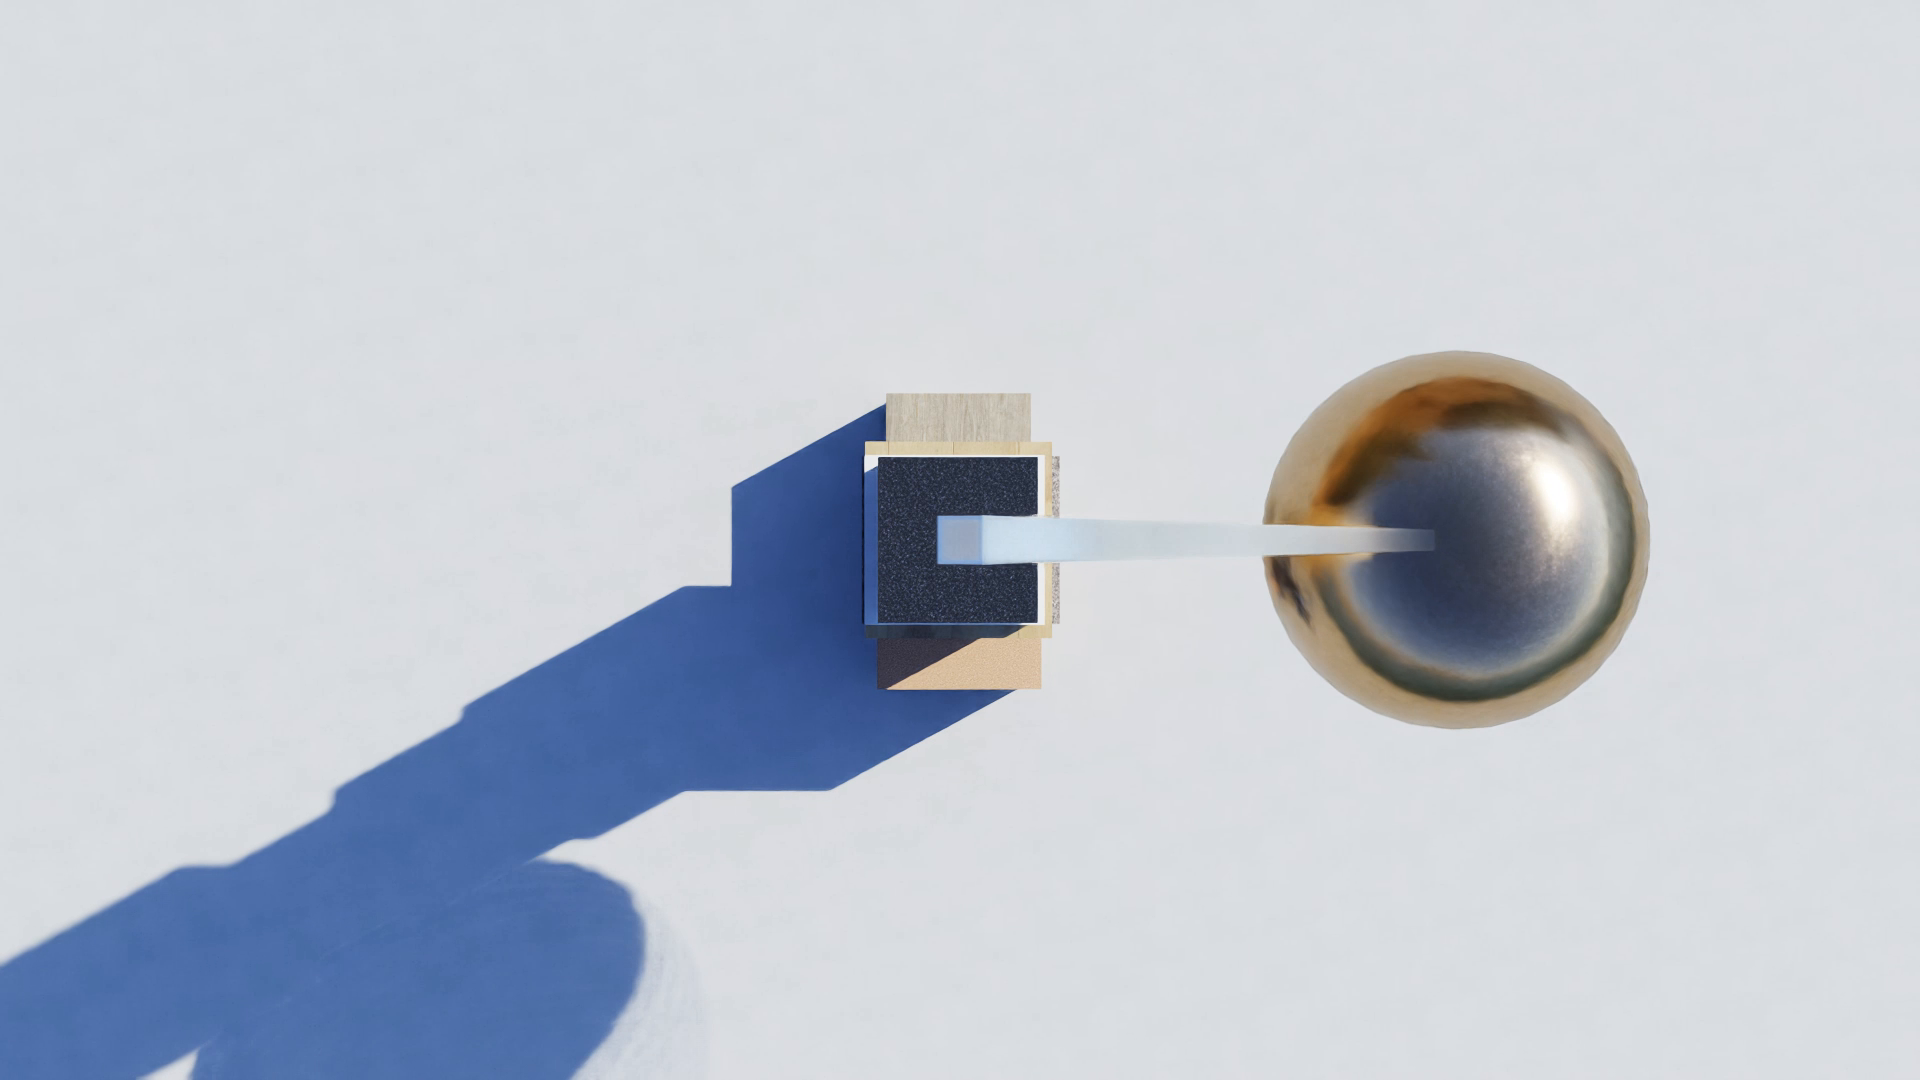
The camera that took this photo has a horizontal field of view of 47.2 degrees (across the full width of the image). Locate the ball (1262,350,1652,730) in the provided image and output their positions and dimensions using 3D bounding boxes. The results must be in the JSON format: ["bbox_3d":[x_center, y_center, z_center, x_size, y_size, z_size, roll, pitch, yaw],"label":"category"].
[{"bbox_3d":[2.074,0.000,9.264,1.600,1.600,1.600,0,90,0],"label":"ball"}]

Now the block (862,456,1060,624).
[{"bbox_3d":[0.004,0.000,9.670,0.836,0.767,0.710,0,90,0],"label":"block"}]

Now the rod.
[{"bbox_3d":[0.899,0.000,6.074,0.080,5.200,0.080,0,90,20],"label":"rod"}]

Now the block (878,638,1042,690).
[{"bbox_3d":[-0.004,0.347,12.568,0.907,0.863,0.953,0,90,0],"label":"block"}]

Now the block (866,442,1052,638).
[{"bbox_3d":[-0.005,0.000,8.879,0.720,0.816,0.757,0,90,0],"label":"block"}]

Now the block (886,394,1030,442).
[{"bbox_3d":[-0.008,-0.482,12.668,0.812,0.663,0.684,0,90,0],"label":"block"}]

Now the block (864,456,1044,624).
[{"bbox_3d":[-0.019,0.000,8.192,0.648,0.556,0.611,0,90,0],"label":"block"}]

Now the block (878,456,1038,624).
[{"bbox_3d":[-0.007,0.000,7.652,0.539,0.524,0.559,0,90,0],"label":"block"}]
